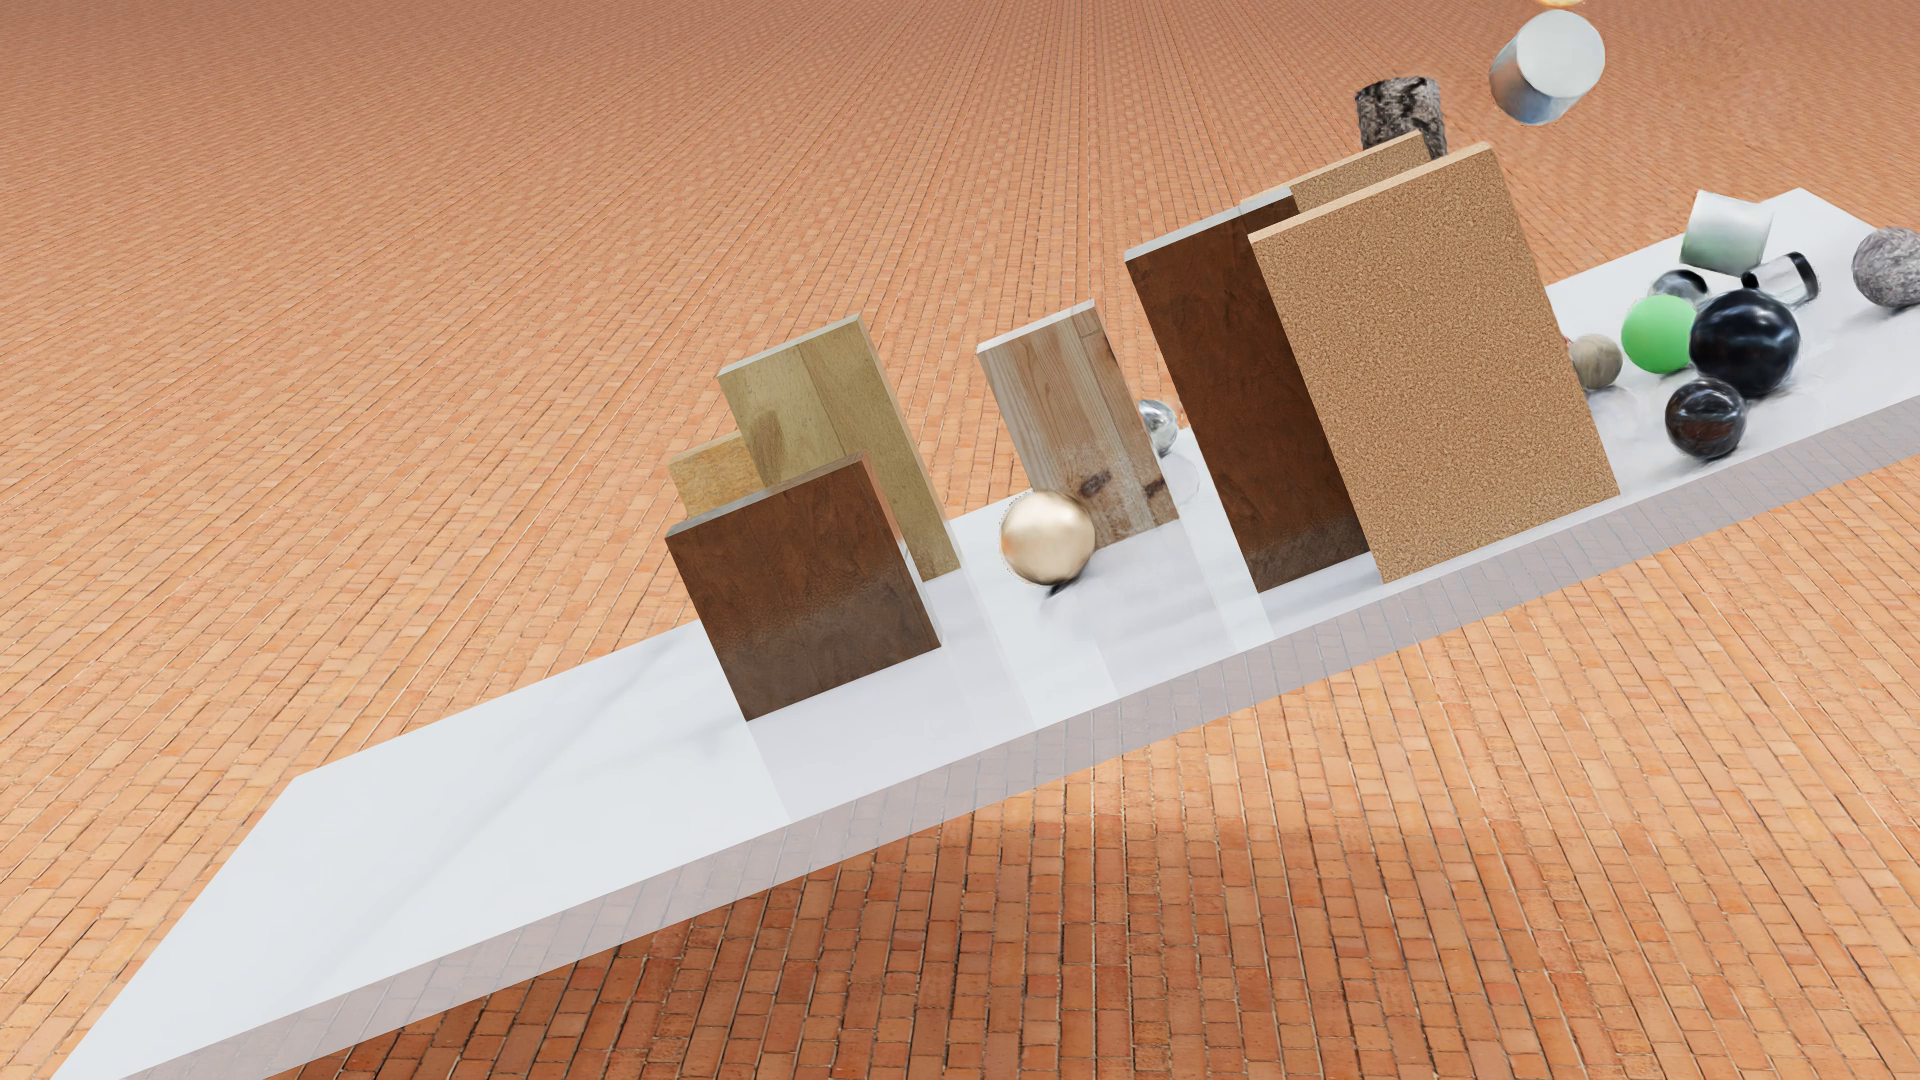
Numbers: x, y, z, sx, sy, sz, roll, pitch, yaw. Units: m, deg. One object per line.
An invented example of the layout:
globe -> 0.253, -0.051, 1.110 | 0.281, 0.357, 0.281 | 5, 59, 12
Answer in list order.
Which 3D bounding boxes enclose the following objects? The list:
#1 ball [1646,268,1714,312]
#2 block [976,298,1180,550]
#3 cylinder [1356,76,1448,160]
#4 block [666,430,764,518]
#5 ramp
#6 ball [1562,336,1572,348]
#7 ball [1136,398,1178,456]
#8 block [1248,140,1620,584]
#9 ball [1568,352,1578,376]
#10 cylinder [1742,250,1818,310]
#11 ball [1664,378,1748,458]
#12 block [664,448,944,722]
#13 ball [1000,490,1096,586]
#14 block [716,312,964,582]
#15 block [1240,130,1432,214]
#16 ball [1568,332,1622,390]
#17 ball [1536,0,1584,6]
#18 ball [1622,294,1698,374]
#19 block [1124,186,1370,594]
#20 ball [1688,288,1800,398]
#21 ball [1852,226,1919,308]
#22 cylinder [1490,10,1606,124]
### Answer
ball -> 1.493, -0.495, 6.101 | 0.137, 0.137, 0.137 | 0, 14, 0
block -> 0.257, -0.236, 6.378 | 0.272, 0.498, 0.111 | -21, 12, 7
cylinder -> 0.986, -0.914, 6.560 | 0.185, 0.185, 0.185 | -6, -10, -1
block -> -0.466, -0.059, 7.102 | 0.329, 0.426, 0.109 | -21, 12, 7
ramp -> 0.126, 0.173, 6.289 | 4.000, 0.100, 2.000 | -21, 12, 7
ball -> 1.225, -0.368, 6.087 | 0.119, 0.119, 0.119 | 0, 14, 0
ball -> 0.450, -0.266, 7.007 | 0.141, 0.141, 0.141 | 0, 14, 0
block -> 0.845, -0.313, 5.242 | 0.447, 0.665, 0.106 | -21, 12, 7
ball -> 1.114, -0.310, 5.790 | 0.203, 0.203, 0.203 | 0, 14, 0
cylinder -> 1.658, -0.514, 5.949 | 0.108, 0.108, 0.108 | -29, 16, 1
ball -> 1.320, -0.216, 5.206 | 0.144, 0.144, 0.144 | 0, 14, 0
block -> -0.324, 0.096, 6.172 | 0.446, 0.430, 0.110 | -21, 12, 7
ball -> 0.185, -0.005, 6.222 | 0.202, 0.202, 0.202 | 0, 14, 0
block -> -0.271, -0.166, 6.751 | 0.345, 0.619, 0.109 | -21, 12, 7
block -> 0.897, -0.537, 6.328 | 0.406, 0.572, 0.081 | -21, 12, 7
ball -> 1.285, -0.363, 5.965 | 0.115, 0.115, 0.115 | 0, 14, 0
ball -> 1.223, -1.187, 5.985 | 0.202, 0.202, 0.202 | 0, 14, 0
ball -> 1.398, -0.410, 5.859 | 0.159, 0.159, 0.159 | 0, 14, 0
block -> 0.588, -0.281, 5.529 | 0.330, 0.682, 0.130 | -21, 12, 7
ball -> 1.455, -0.366, 5.460 | 0.203, 0.203, 0.203 | 0, 14, 0
ball -> 1.790, -0.523, 5.637 | 0.156, 0.156, 0.156 | 0, 14, 0
cylinder -> 1.162, -0.935, 5.828 | 0.179, 0.179, 0.179 | -2, -9, -7
